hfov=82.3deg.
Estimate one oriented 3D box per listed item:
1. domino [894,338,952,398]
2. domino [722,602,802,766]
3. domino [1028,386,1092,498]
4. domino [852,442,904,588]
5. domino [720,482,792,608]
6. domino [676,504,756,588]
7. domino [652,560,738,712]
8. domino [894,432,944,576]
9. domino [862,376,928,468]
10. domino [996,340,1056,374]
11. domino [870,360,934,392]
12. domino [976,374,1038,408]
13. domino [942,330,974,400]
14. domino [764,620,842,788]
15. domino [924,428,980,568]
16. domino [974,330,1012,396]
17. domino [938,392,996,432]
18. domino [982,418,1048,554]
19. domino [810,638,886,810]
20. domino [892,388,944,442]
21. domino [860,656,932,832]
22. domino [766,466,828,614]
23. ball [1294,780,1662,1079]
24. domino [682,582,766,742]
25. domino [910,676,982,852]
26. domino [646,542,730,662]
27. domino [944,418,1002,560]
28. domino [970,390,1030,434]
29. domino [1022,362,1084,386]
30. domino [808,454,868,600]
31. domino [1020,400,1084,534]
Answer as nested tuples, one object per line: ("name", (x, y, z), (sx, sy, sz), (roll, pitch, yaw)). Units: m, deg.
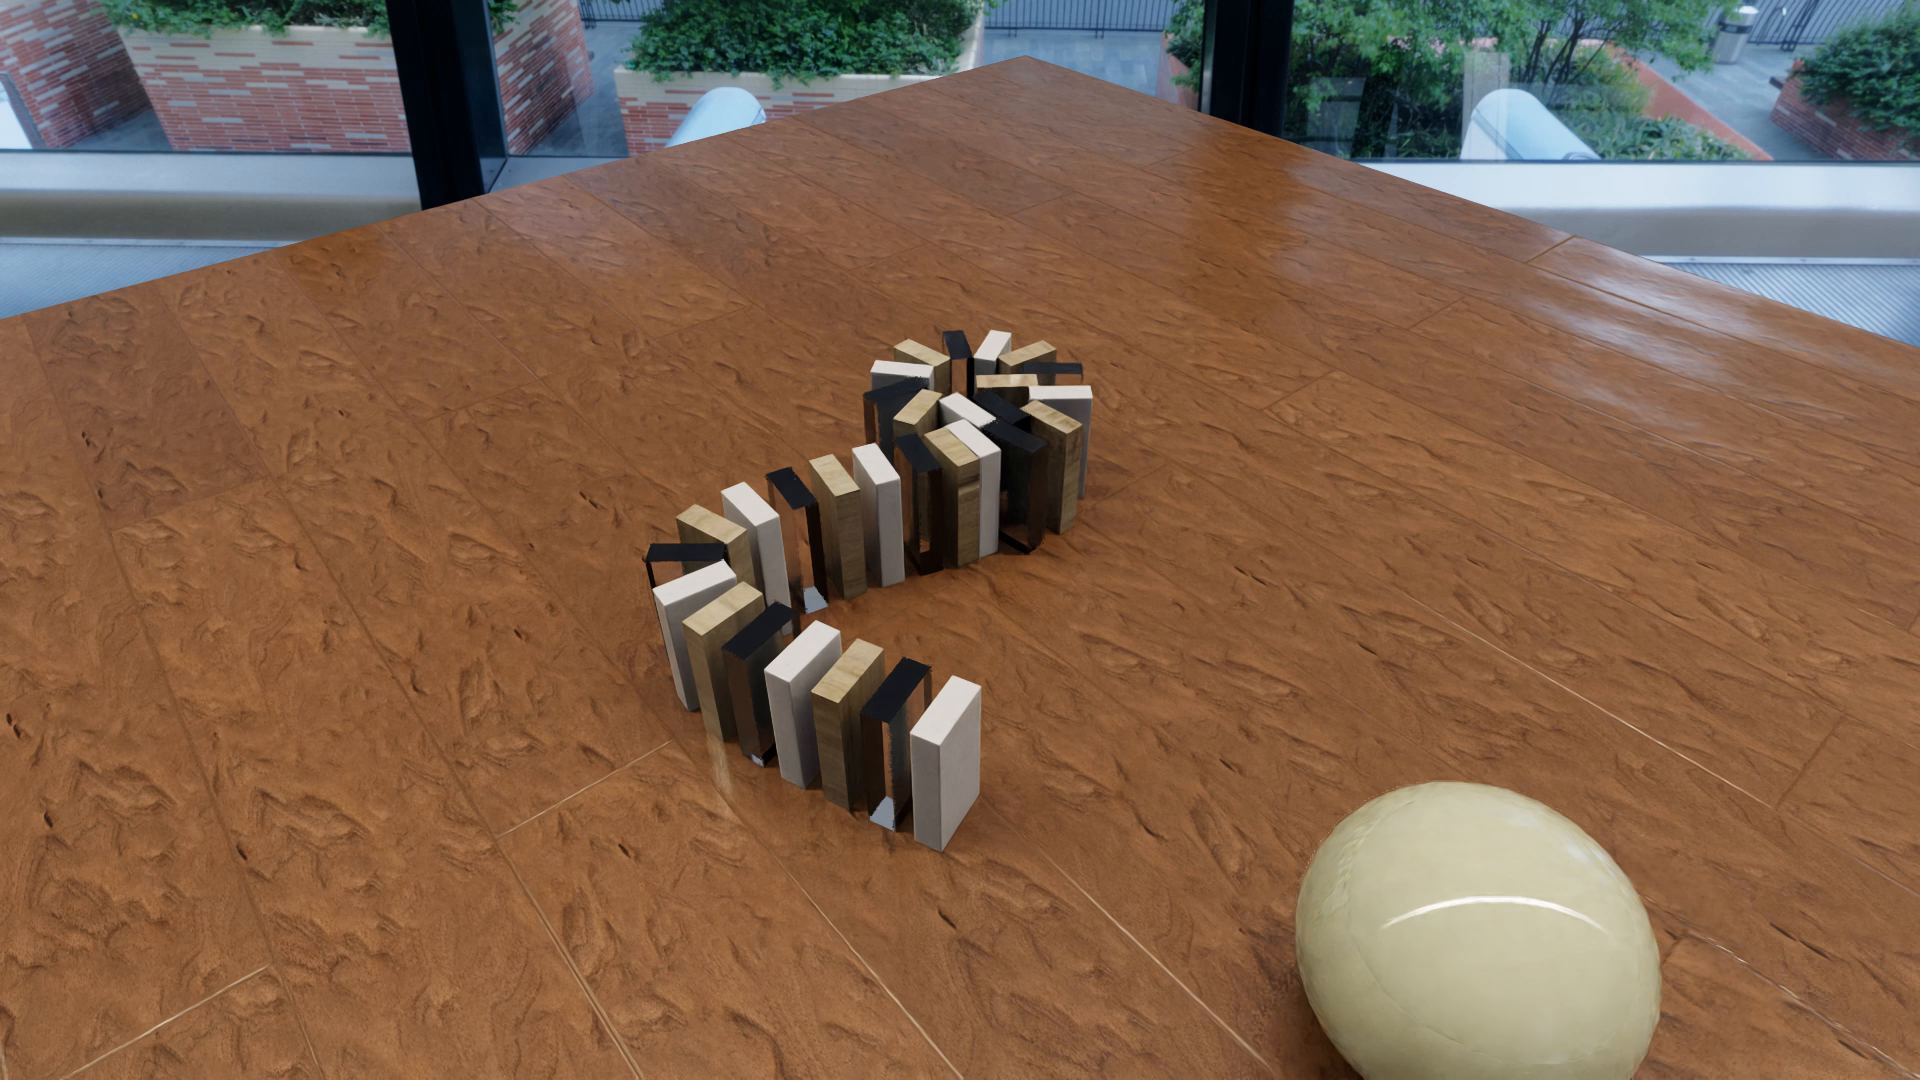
("domino", (-0.016, -0.061, 0.486), (0.025, 0.050, 0.009), (29, 48, 31))
("domino", (-0.061, 0.047, 0.354), (0.010, 0.050, 0.025), (23, 45, 26))
("domino", (0.041, -0.041, 0.461), (0.025, 0.050, 0.010), (-1, 39, -1))
("domino", (-0.031, -0.009, 0.423), (0.009, 0.050, 0.025), (-16, 42, -19))
("domino", (-0.074, 0.006, 0.404), (0.009, 0.050, 0.025), (-26, 46, -28))
("domino", (-0.086, 0.014, 0.395), (0.025, 0.050, 0.010), (24, 45, 27))
("domino", (-0.086, 0.033, 0.371), (0.025, 0.050, 0.010), (-24, 45, -26))
("domino", (-0.016, -0.013, 0.428), (0.010, 0.050, 0.025), (-16, 42, -18))
("domino", (-0.026, -0.042, 0.462), (0.025, 0.050, 0.010), (-22, 44, -25))
("domino", (0.029, -0.061, 0.485), (0.025, 0.050, 0.010), (-24, 45, -27))
("domino", (-0.024, -0.052, 0.475), (0.025, 0.050, 0.009), (7, 40, 8))
("domino", (0.019, -0.046, 0.468), (0.025, 0.050, 0.010), (-2, 39, -2))
("domino", (-0.001, -0.065, 0.491), (0.010, 0.050, 0.025), (-7, 40, -8))
("domino", (-0.047, 0.052, 0.347), (0.009, 0.050, 0.025), (21, 44, 24))
("domino", (-0.003, -0.016, 0.431), (0.010, 0.050, 0.025), (-22, 44, -24))
("domino", (0.014, -0.065, 0.491), (0.010, 0.050, 0.025), (12, 41, 14))
("domino", (0.003, -0.032, 0.451), (0.010, 0.050, 0.025), (-27, 46, -29))
("domino", (0.021, -0.021, 0.437), (0.025, 0.050, 0.010), (30, 48, 31))
("domino", (-0.033, 0.058, 0.341), (0.009, 0.050, 0.025), (19, 43, 22))
("domino", (-0.017, -0.034, 0.453), (0.010, 0.050, 0.025), (17, 42, 20))
("domino", (-0.019, 0.063, 0.335), (0.009, 0.050, 0.025), (18, 43, 21))
("domino", (-0.060, 0.001, 0.411), (0.009, 0.050, 0.025), (-20, 44, -23))
("ball", (0.123, 0.099, 0.267), (0.080, 0.080, 0.080), (0, 39, 0))
("domino", (-0.075, 0.041, 0.362), (0.010, 0.050, 0.025), (28, 47, 30))
("domino", (-0.004, 0.067, 0.329), (0.009, 0.050, 0.025), (19, 43, 22))
("domino", (-0.092, 0.023, 0.383), (0.025, 0.050, 0.009), (0, 39, 0))
("domino", (0.005, -0.020, 0.436), (0.010, 0.050, 0.025), (-22, 44, -25))
("domino", (0.016, -0.034, 0.453), (0.010, 0.050, 0.025), (-27, 47, -29))
("domino", (0.039, -0.053, 0.476), (0.025, 0.050, 0.009), (2, 39, 2))
("domino", (-0.046, -0.005, 0.417), (0.010, 0.050, 0.025), (-19, 43, -21))
("domino", (0.036, -0.029, 0.447), (0.010, 0.050, 0.025), (-32, 49, -33))
